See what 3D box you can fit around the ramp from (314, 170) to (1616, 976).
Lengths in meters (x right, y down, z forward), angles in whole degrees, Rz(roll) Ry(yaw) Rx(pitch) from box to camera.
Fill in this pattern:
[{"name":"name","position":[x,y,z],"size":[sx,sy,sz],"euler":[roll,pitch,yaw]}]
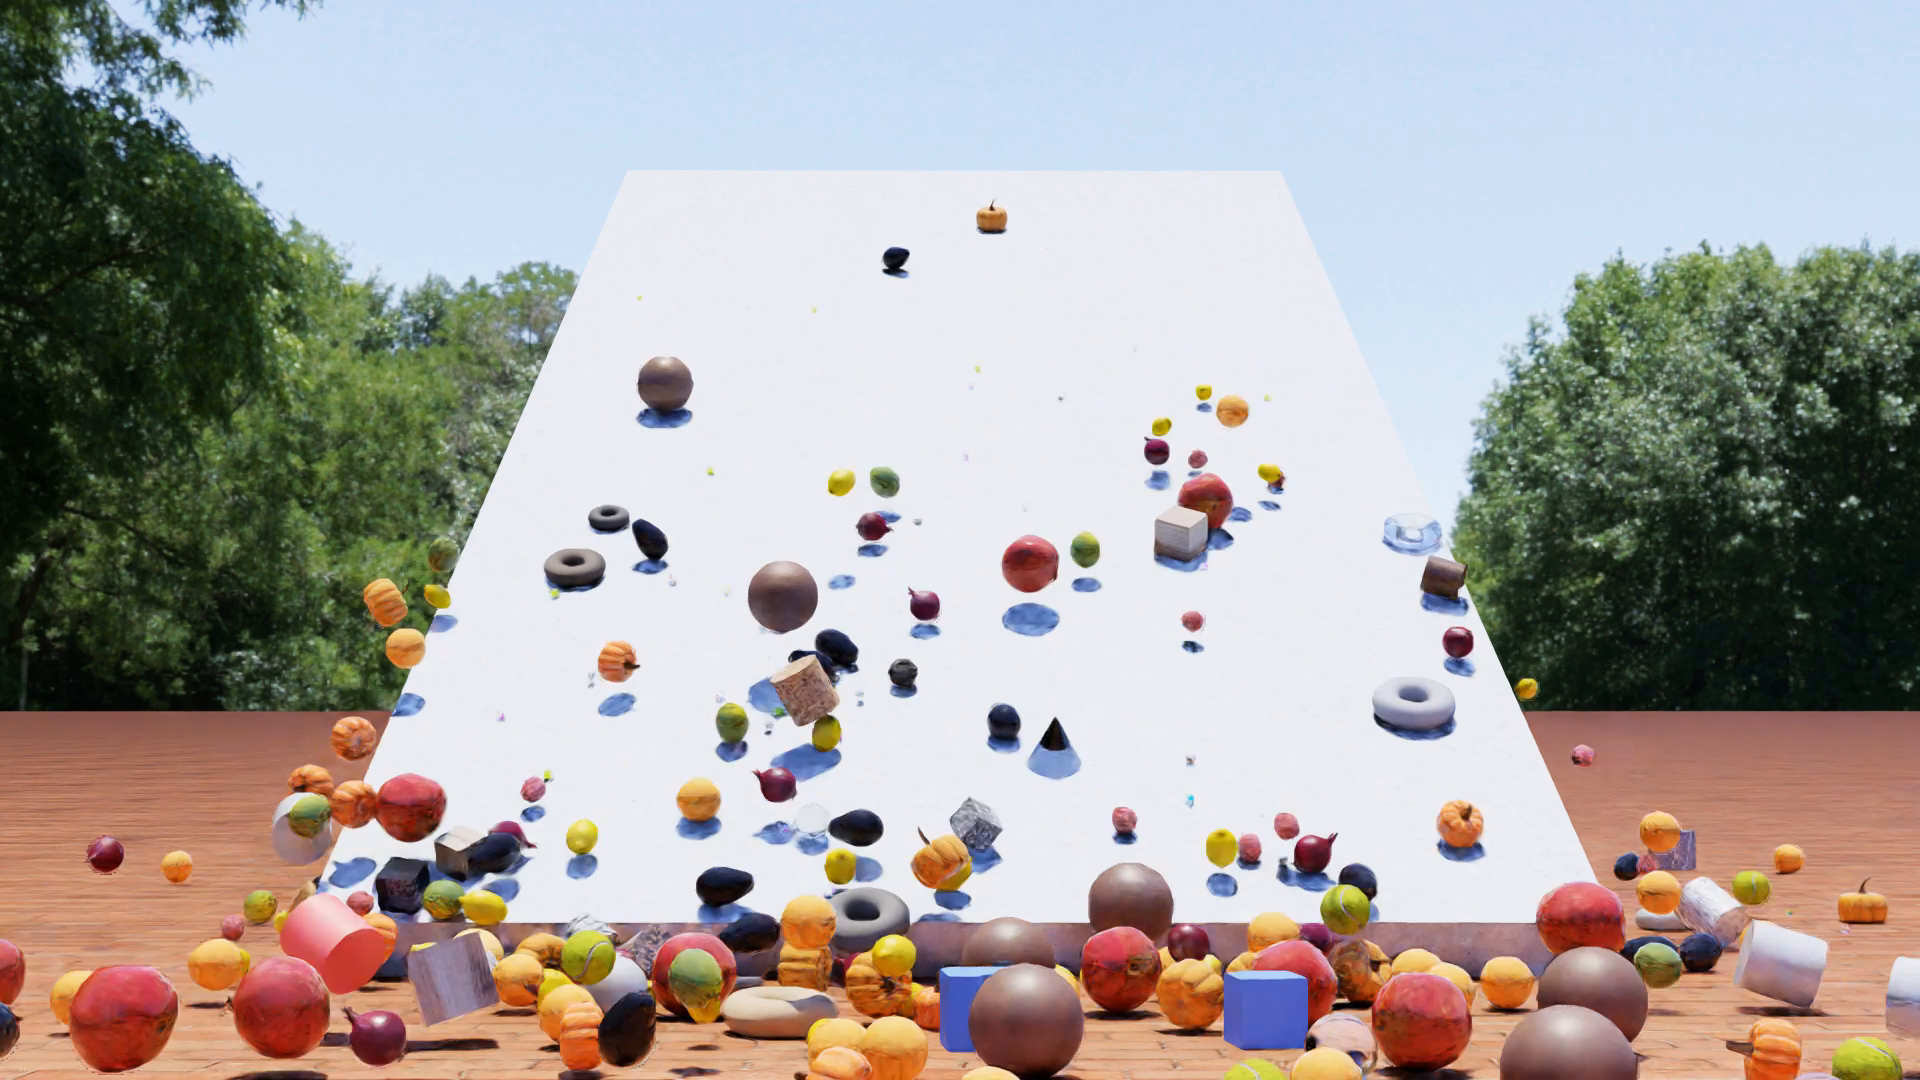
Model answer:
[{"name":"ramp","position":[-0.009,-0.229,5.401],"size":[2.000,0.100,4.000],"euler":[0,25,0]}]

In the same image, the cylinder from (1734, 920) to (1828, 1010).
[{"name":"cylinder","position":[1.122,0.580,3.210],"size":[0.097,0.097,0.097],"euler":[16,-1,13]}]

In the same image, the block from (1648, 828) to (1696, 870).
[{"name":"block","position":[1.816,0.790,5.986],"size":[0.098,0.098,0.098],"euler":[-2,-5,29]}]

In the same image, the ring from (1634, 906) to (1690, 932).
[{"name":"ring","position":[1.318,0.707,4.376],"size":[0.115,0.038,0.115],"euler":[-1,-4,0]}]

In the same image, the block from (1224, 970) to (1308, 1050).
[{"name":"block","position":[0.377,0.580,2.898],"size":[0.084,0.084,0.084],"euler":[1,-4,-9]}]

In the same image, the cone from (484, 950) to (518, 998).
[{"name":"cone","position":[-0.659,0.636,3.347],"size":[0.078,0.078,0.078],"euler":[35,-24,-32]}]

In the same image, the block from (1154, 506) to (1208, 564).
[{"name":"block","position":[0.446,-0.012,4.737],"size":[0.079,0.079,0.079],"euler":[16,30,30]}]

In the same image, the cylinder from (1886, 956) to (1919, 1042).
[{"name":"cylinder","position":[1.097,0.520,2.632],"size":[0.090,0.090,0.090],"euler":[5,0,36]}]

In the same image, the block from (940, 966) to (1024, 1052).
[{"name":"block","position":[0.025,0.575,2.877],"size":[0.091,0.091,0.091],"euler":[1,-4,-8]}]

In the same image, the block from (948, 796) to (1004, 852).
[{"name":"block","position":[0.026,0.454,3.744],"size":[0.054,0.054,0.054],"euler":[31,17,-35]}]

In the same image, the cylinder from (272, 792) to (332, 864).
[{"name":"cylinder","position":[-1.062,0.465,3.791],"size":[0.092,0.092,0.092],"euler":[1,11,-14]}]

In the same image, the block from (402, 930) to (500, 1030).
[{"name":"block","position":[-0.629,0.544,2.898],"size":[0.091,0.091,0.091],"euler":[-16,-9,-18]}]

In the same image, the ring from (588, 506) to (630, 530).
[{"name":"ring","position":[-0.727,-0.047,4.862],"size":[0.087,0.029,0.087],"euler":[1,26,-1]}]

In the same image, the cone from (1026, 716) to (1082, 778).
[{"name":"cone","position":[0.161,0.338,3.977],"size":[0.096,0.096,0.096],"euler":[0,25,0]}]

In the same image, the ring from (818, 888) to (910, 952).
[{"name":"ring","position":[-0.144,0.573,3.538],"size":[0.139,0.046,0.139],"euler":[-1,25,0]}]

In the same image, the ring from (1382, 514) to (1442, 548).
[{"name":"ring","position":[0.925,-0.019,4.799],"size":[0.123,0.041,0.123],"euler":[1,25,-1]}]

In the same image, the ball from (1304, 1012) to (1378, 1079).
[{"name":"ball","position":[0.416,0.558,2.563],"size":[0.081,0.081,0.081],"euler":[0,-4,0]}]

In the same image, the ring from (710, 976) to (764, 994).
[{"name":"ring","position":[-0.322,0.645,3.397],"size":[0.078,0.026,0.078],"euler":[0,-10,0]}]

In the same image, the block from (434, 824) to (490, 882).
[{"name":"block","position":[-0.784,0.492,3.691],"size":[0.057,0.057,0.057],"euler":[18,31,32]}]

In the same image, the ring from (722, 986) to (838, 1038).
[{"name":"ring","position":[-0.229,0.604,3.000],"size":[0.149,0.050,0.149],"euler":[2,-1,0]}]

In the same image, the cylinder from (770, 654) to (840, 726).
[{"name":"cylinder","position":[-0.264,0.258,4.018],"size":[0.089,0.089,0.089],"euler":[-27,13,7]}]

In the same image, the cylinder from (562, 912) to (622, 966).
[{"name":"cylinder","position":[-0.544,0.595,3.477],"size":[0.062,0.062,0.062],"euler":[28,13,33]}]

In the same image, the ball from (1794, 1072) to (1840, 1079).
[{"name":"ball","position":[0.801,0.535,2.187],"size":[0.075,0.075,0.075],"euler":[0,-4,0]}]

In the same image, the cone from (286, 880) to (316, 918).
[{"name":"cone","position":[-1.228,0.714,4.504],"size":[0.091,0.091,0.091],"euler":[27,-4,2]}]

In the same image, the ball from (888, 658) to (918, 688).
[{"name":"ball","position":[-0.102,0.239,4.234],"size":[0.052,0.052,0.052],"euler":[0,-4,0]}]

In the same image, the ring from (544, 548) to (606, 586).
[{"name":"ring","position":[-0.761,0.053,4.638],"size":[0.121,0.040,0.121],"euler":[1,26,0]}]

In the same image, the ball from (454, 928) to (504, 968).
[{"name":"ball","position":[-0.705,0.608,3.403],"size":[0.087,0.087,0.087],"euler":[0,-4,0]}]

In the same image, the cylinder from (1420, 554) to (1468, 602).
[{"name":"cylinder","position":[0.938,0.073,4.549],"size":[0.073,0.073,0.073],"euler":[16,1,17]}]

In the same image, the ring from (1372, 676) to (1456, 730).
[{"name":"ring","position":[0.802,0.288,4.143],"size":[0.146,0.049,0.146],"euler":[0,24,0]}]

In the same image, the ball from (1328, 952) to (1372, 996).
[{"name":"ball","position":[0.561,0.624,3.370],"size":[0.062,0.062,0.062],"euler":[0,-4,0]}]

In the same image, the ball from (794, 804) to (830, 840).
[{"name":"ball","position":[-0.237,0.452,3.774],"size":[0.058,0.058,0.058],"euler":[0,-4,0]}]

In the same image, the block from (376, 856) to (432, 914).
[{"name":"block","position":[-0.855,0.531,3.606],"size":[0.060,0.060,0.060],"euler":[5,26,11]}]

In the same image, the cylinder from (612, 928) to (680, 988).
[{"name":"cylinder","position":[-0.448,0.598,3.341],"size":[0.073,0.073,0.073],"euler":[3,-28,-37]}]

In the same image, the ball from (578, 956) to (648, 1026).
[{"name":"ball","position":[-0.453,0.589,3.071],"size":[0.090,0.090,0.090],"euler":[0,-4,0]}]

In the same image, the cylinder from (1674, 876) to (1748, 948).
[{"name":"cylinder","position":[1.293,0.642,4.041],"size":[0.088,0.088,0.088],"euler":[2,27,-31]}]

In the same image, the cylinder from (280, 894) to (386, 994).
[{"name":"cylinder","position":[-0.789,0.508,2.951],"size":[0.093,0.093,0.093],"euler":[28,13,35]}]
